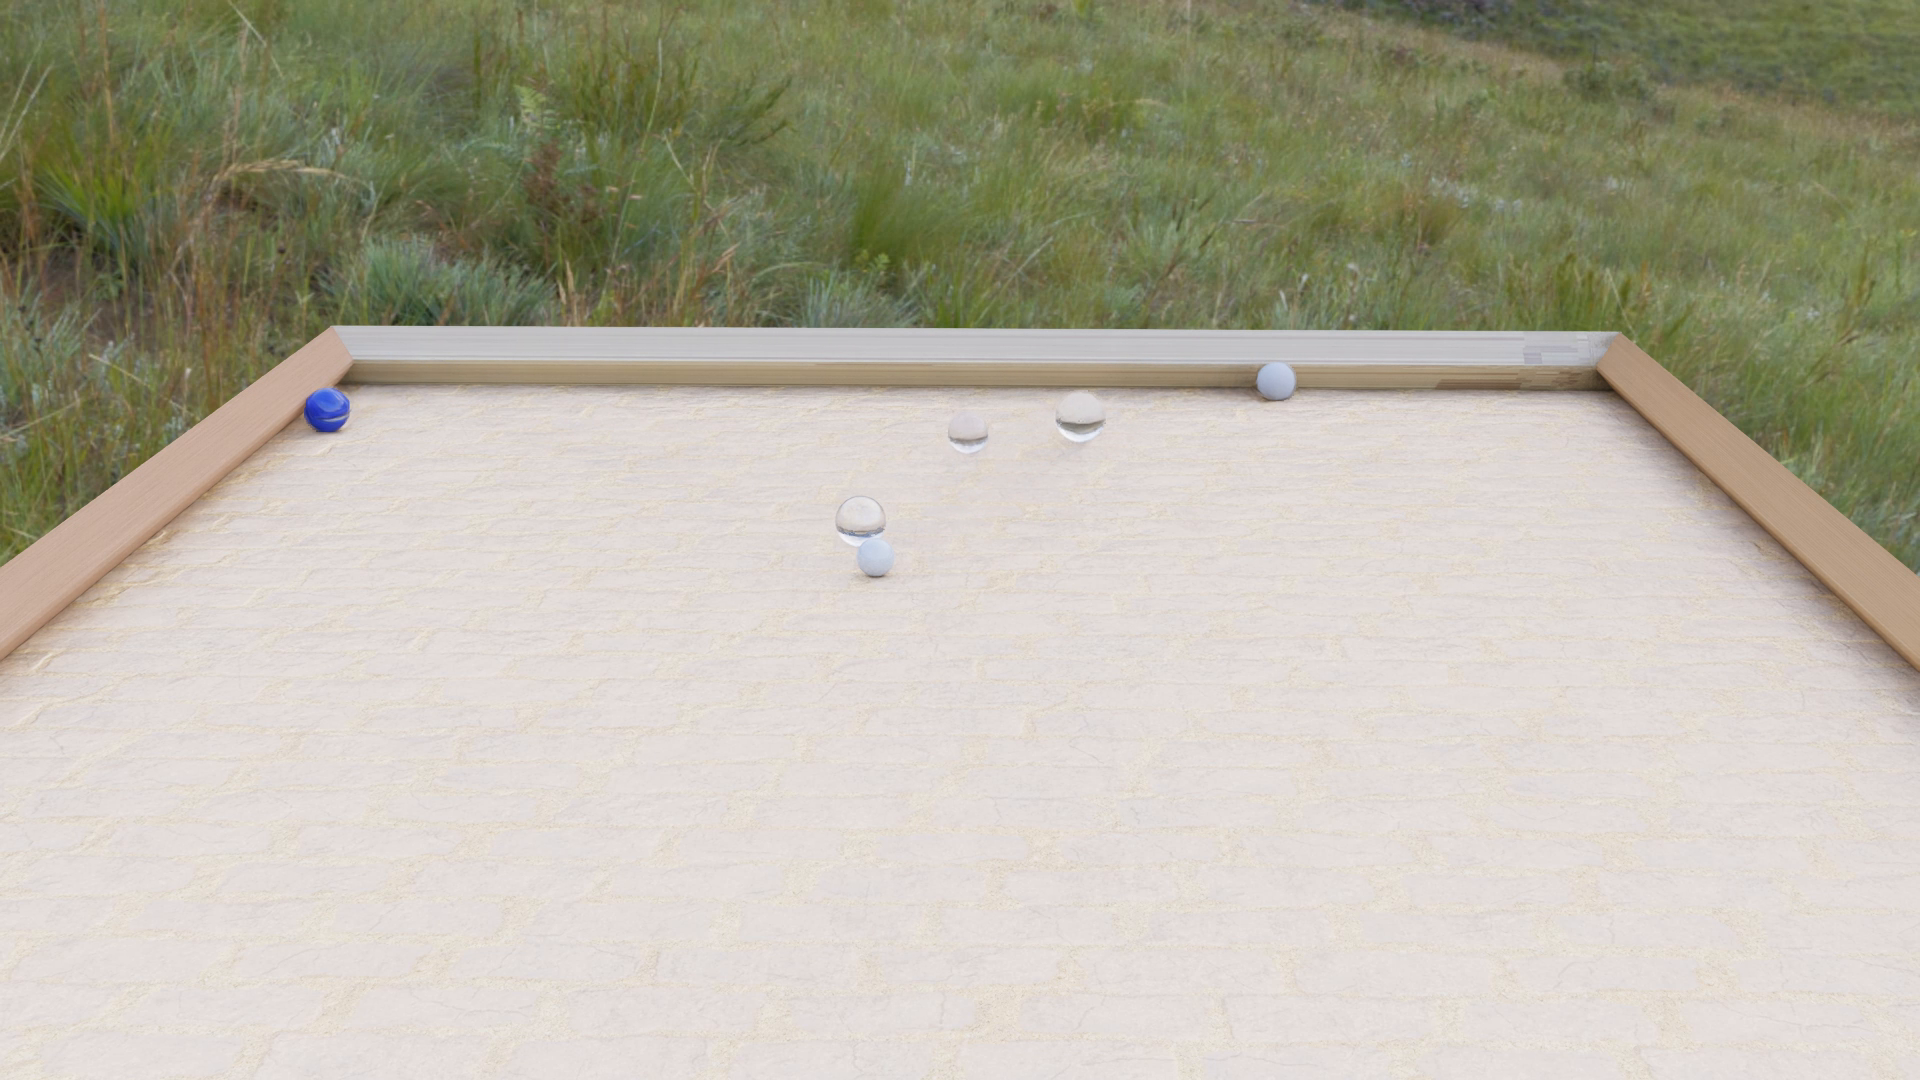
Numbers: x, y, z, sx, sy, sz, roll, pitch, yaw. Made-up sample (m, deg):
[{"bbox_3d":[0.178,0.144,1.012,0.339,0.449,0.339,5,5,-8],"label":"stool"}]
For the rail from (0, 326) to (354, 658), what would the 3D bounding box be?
[{"bbox_3d":[-1.019,0.250,1.827,0.045,0.094,3.567,0,18,1],"label":"rail"}]

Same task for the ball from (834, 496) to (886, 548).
[{"bbox_3d":[-0.123,-0.023,2.726,0.064,0.064,0.064,0,18,0],"label":"ball"}]

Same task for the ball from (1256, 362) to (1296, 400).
[{"bbox_3d":[0.492,-0.248,3.429,0.060,0.060,0.060,0,18,0],"label":"ball"}]

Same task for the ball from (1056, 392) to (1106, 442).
[{"bbox_3d":[0.175,-0.179,3.195,0.072,0.072,0.072,0,18,0],"label":"ball"}]

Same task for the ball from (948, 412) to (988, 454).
[{"bbox_3d":[0.011,-0.152,3.137,0.058,0.058,0.058,0,18,0],"label":"ball"}]

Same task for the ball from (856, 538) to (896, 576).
[{"bbox_3d":[-0.100,0.020,2.620,0.046,0.046,0.046,0,18,0],"label":"ball"}]

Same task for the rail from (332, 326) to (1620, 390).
[{"bbox_3d":[0.019,-0.283,3.481,2.047,0.094,0.045,0,18,1],"label":"rail"}]

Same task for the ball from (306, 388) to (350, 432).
[{"bbox_3d":[-0.934,-0.193,3.251,0.065,0.065,0.065,0,18,0],"label":"ball"}]

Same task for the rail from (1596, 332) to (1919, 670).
[{"bbox_3d":[0.981,0.263,1.787,0.045,0.094,3.567,0,18,1],"label":"rail"}]
